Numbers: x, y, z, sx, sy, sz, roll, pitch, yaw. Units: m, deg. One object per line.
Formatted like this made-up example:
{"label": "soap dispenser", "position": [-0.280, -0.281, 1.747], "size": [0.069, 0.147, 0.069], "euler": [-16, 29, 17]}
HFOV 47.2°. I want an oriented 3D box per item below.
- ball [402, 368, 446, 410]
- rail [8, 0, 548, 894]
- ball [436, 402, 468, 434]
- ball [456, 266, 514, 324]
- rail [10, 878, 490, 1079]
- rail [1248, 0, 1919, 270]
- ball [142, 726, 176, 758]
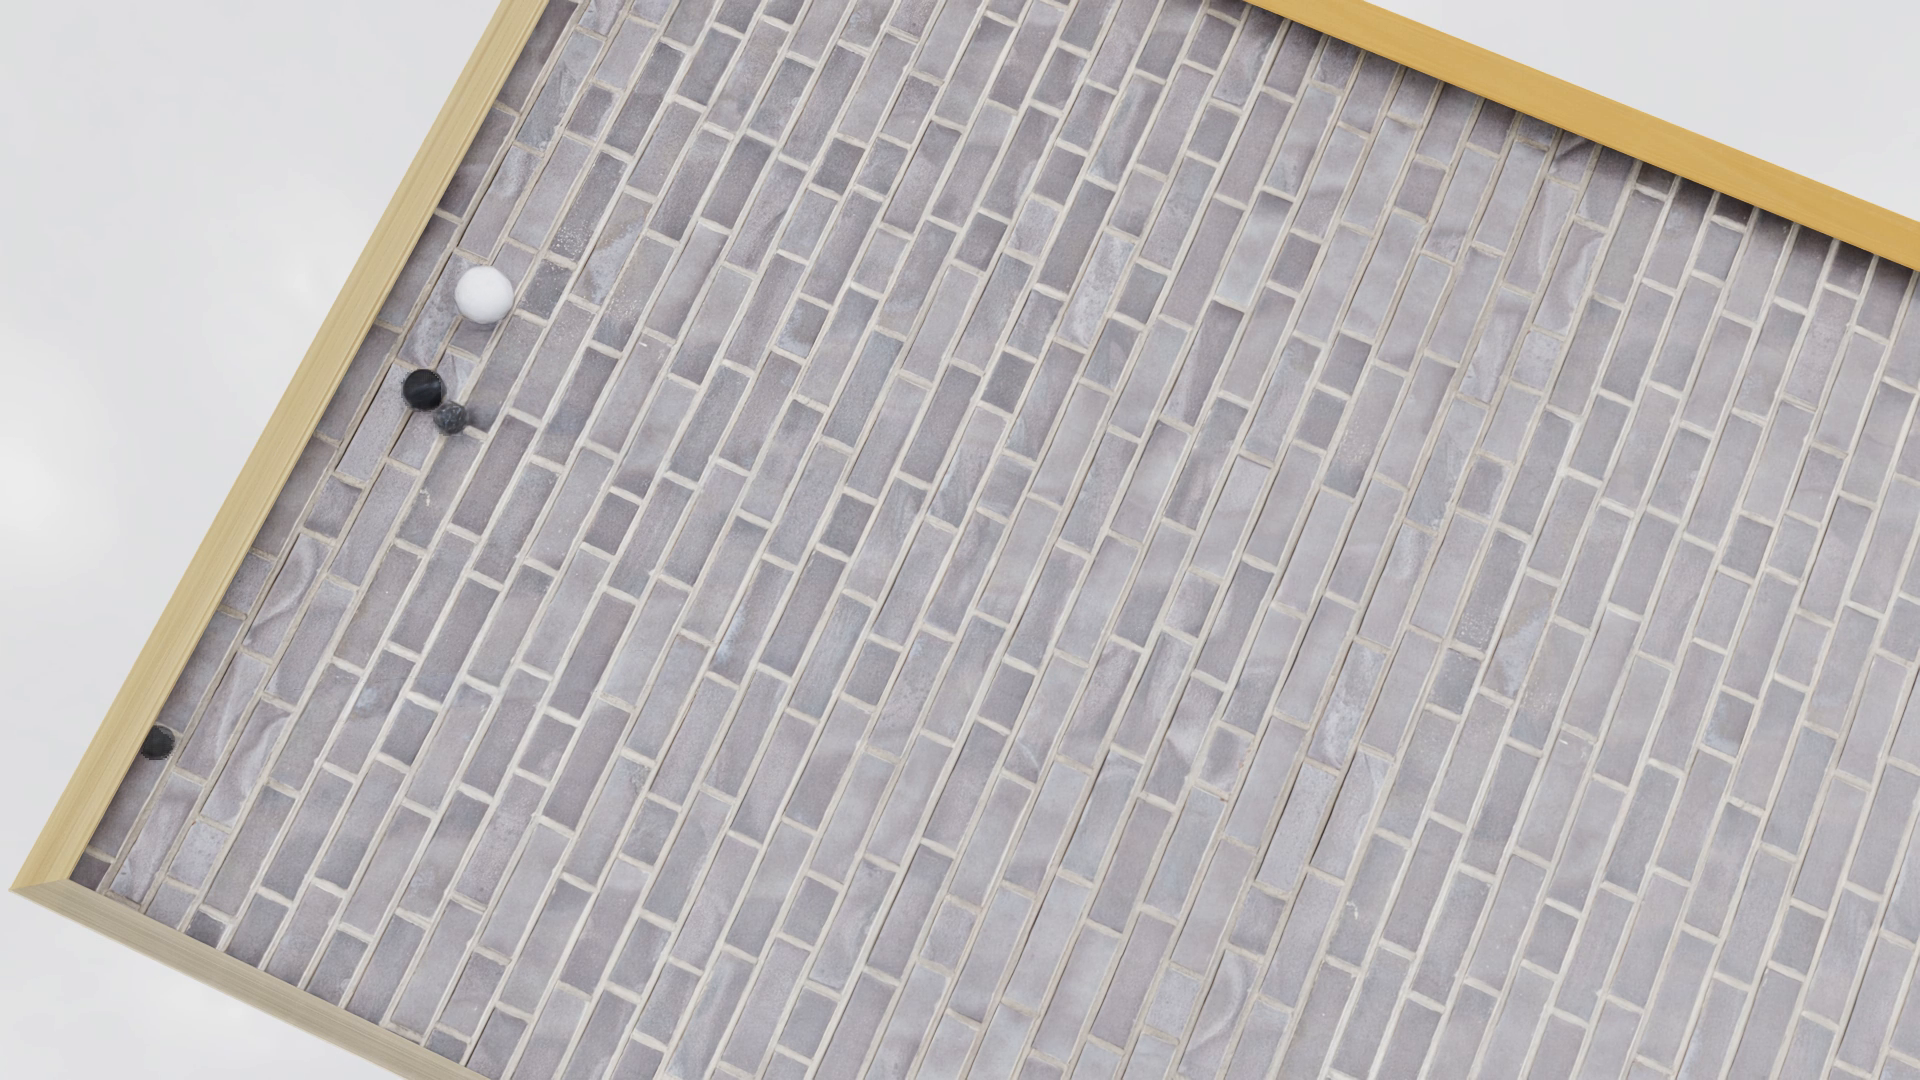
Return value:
{"label": "ball", "position": [-0.829, -0.233, 3.404], "size": [0.065, 0.065, 0.065], "euler": [0, 75, 0]}
{"label": "rail", "position": [-0.904, -0.401, 3.421], "size": [0.045, 0.116, 2.093], "euler": [24, 77, 6]}
{"label": "ball", "position": [-0.785, -0.188, 3.400], "size": [0.050, 0.050, 0.050], "euler": [0, 75, 0]}
{"label": "ball", "position": [-0.742, -0.382, 3.430], "size": [0.089, 0.089, 0.089], "euler": [0, 75, 0]}
{"label": "rail", "position": [0.507, 1.298, 2.979], "size": [4.060, 0.116, 0.045], "euler": [24, 77, 6]}
{"label": "rail", "position": [1.345, -0.508, 3.448], "size": [4.060, 0.116, 0.045], "euler": [24, 77, 6]}
{"label": "ball", "position": [-1.194, 0.300, 3.274], "size": [0.049, 0.049, 0.049], "euler": [0, 75, 0]}
